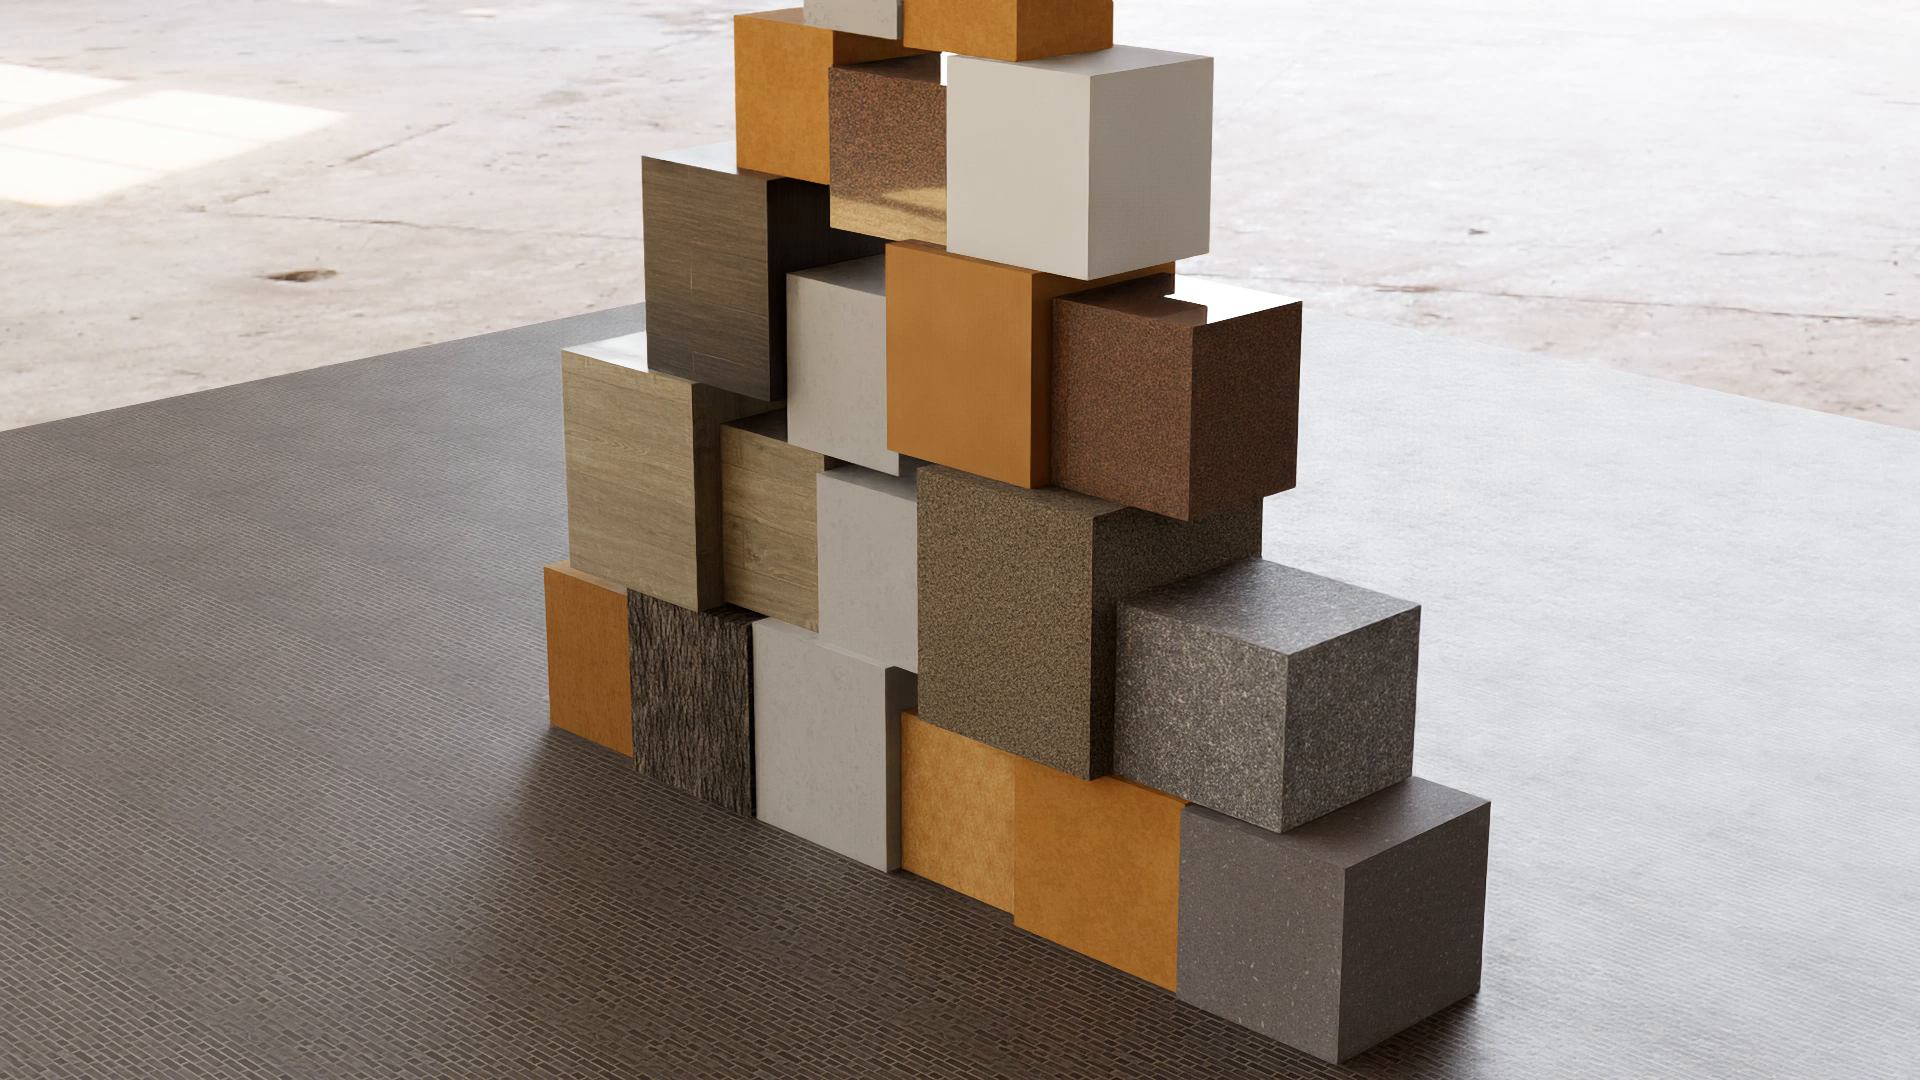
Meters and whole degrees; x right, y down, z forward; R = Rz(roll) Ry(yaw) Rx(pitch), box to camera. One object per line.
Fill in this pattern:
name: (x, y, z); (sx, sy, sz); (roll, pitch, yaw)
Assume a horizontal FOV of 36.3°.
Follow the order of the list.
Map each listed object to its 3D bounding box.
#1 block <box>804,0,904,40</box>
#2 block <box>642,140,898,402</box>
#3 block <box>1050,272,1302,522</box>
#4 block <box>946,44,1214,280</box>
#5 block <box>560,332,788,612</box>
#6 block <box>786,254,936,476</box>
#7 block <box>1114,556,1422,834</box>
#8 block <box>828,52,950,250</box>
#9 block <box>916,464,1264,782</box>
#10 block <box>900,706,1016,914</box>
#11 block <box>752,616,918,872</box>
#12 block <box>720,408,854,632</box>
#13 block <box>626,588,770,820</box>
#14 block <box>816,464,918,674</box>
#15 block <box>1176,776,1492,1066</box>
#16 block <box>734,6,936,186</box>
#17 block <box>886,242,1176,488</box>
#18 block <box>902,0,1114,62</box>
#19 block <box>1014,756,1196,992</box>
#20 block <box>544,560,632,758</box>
block: (-0.239, -2.553, 12.775); (0.664, 0.617, 0.590); (-17, 25, -42)
block: (-0.857, -1.304, 13.806); (0.898, 1.021, 0.881); (-17, 24, -42)
block: (0.898, -0.613, 12.228); (0.693, 0.806, 0.764); (-17, 24, -42)
block: (0.500, -1.616, 12.317); (0.762, 0.830, 0.811); (-17, 24, -42)
block: (-1.248, -0.399, 14.499); (0.997, 1.122, 0.987); (-17, 24, -42)
block: (-0.263, -0.822, 13.367); (0.753, 0.799, 0.733); (-17, 25, -42)
block: (1.274, 0.623, 12.217); (0.872, 0.764, 0.904); (-17, 24, -42)
block: (-0.067, -1.717, 12.848); (0.703, 0.705, 0.731); (-17, 24, -42)
block: (0.564, 0.235, 12.800); (1.095, 1.154, 1.026); (-17, 24, -42)
block: (0.287, 1.145, 13.411); (0.785, 0.774, 0.786); (-17, 24, -42)
block: (-0.329, 0.860, 13.945); (0.929, 0.997, 0.905); (-17, 24, -42)
block: (-0.615, -0.130, 13.962); (0.738, 0.882, 0.727); (-17, 24, -42)
block: (-0.976, 0.680, 14.559); (0.968, 0.973, 0.896); (-17, 24, -42)
block: (-0.070, 0.074, 13.451); (0.846, 0.800, 0.799); (-17, 24, -42)
block: (1.546, 1.495, 12.167); (0.973, 0.853, 0.847); (-17, 24, -42)
block: (-0.549, -2.030, 13.275); (0.671, 0.687, 0.657); (-17, 24, -42)
block: (0.305, -0.839, 12.762); (0.902, 0.919, 0.870); (-17, 24, -42)
block: (0.203, -2.376, 12.356); (0.590, 0.596, 0.670); (-17, 24, -42)
block: (0.910, 1.293, 12.796); (0.931, 0.861, 0.968); (-17, 24, -42)
block: (-1.569, 0.546, 15.169); (0.805, 0.863, 0.800); (-17, 24, -42)
